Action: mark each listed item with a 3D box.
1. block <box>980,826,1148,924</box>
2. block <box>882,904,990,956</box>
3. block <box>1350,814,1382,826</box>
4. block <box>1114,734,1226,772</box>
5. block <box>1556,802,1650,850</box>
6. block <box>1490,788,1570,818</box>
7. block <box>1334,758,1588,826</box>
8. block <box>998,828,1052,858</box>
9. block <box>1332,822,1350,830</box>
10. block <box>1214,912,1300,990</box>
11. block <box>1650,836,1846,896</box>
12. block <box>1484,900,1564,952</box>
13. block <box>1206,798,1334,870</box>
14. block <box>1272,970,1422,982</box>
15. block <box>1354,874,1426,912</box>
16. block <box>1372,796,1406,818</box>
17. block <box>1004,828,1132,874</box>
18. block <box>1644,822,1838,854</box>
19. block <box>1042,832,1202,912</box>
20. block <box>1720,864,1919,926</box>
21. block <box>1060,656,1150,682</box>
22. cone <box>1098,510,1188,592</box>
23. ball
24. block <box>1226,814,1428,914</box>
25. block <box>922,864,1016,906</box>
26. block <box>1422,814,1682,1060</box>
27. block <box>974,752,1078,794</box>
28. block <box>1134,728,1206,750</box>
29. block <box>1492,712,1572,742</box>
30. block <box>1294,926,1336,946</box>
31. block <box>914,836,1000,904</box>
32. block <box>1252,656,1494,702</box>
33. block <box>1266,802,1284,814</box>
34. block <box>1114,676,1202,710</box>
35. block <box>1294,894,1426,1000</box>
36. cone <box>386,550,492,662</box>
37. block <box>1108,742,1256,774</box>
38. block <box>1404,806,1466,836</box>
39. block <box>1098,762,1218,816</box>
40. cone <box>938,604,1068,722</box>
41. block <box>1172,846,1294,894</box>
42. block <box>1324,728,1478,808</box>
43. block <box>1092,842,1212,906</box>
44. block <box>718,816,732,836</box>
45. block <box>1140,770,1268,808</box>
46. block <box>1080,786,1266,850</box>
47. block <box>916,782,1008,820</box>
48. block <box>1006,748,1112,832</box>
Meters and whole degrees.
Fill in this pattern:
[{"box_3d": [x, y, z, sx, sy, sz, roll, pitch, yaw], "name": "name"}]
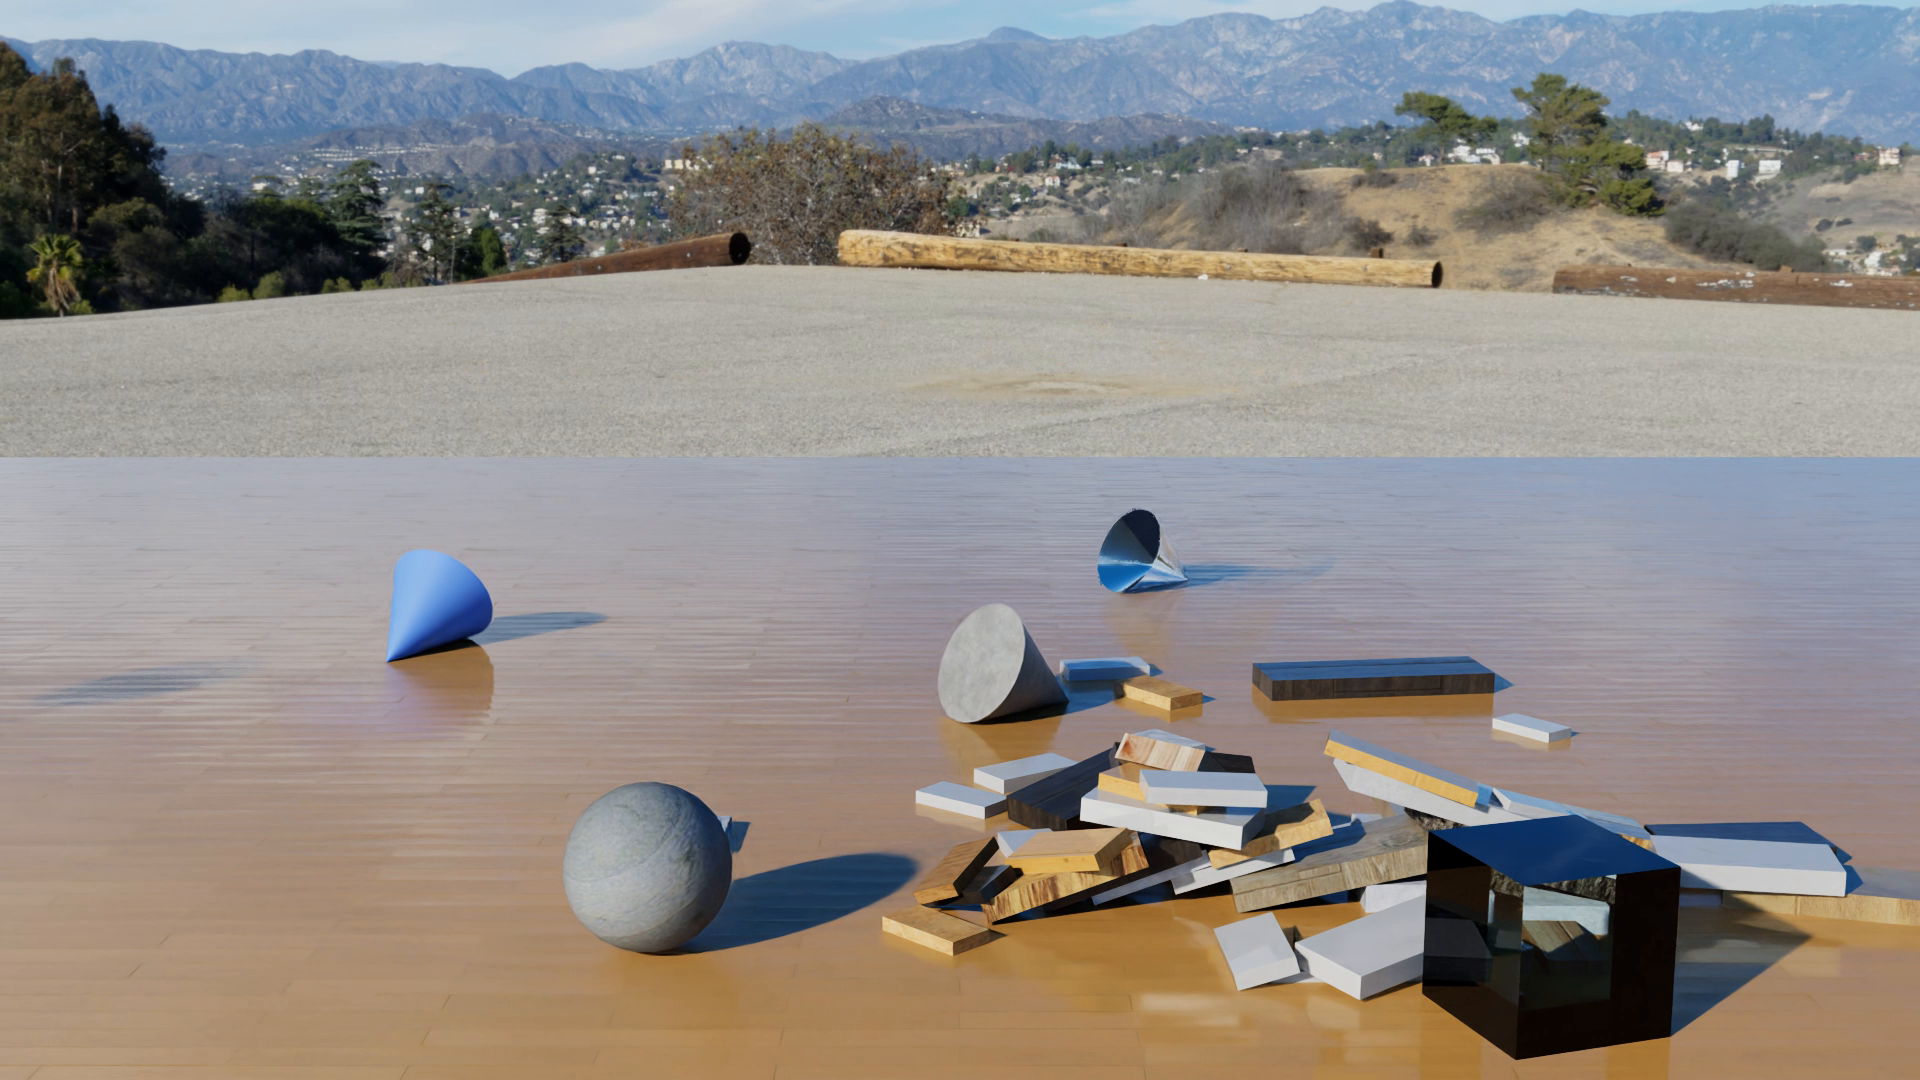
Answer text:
[{"box_3d": [0.165, 0.536, 3.569, 0.273, 0.039, 0.136, -20, 11, 3], "name": "block"}, {"box_3d": [-0.039, 0.615, 3.471, 0.080, 0.023, 0.159, -10, 15, -44], "name": "block"}, {"box_3d": [0.852, 0.524, 3.839, 0.303, 0.043, 0.152, 3, 10, -10], "name": "block"}, {"box_3d": [0.420, 0.442, 3.802, 0.166, 0.047, 0.331, 9, -24, 40], "name": "block"}, {"box_3d": [1.051, 0.499, 3.860, 0.303, 0.043, 0.152, 12, 8, 0], "name": "block"}, {"box_3d": [0.933, 0.435, 3.589, 0.120, 0.017, 0.060, 14, 11, -18], "name": "block"}, {"box_3d": [0.835, 0.431, 3.606, 0.432, 0.040, 0.143, 17, 11, -4], "name": "block"}, {"box_3d": [0.135, 0.547, 3.824, 0.095, 0.027, 0.197, -2, 11, -12], "name": "block"}, {"box_3d": [0.743, 0.525, 3.960, 0.153, 0.022, 0.077, -7, 13, -35], "name": "block"}, {"box_3d": [0.449, 0.624, 3.343, 0.095, 0.027, 0.191, -16, 11, 1], "name": "block"}, {"box_3d": [1.292, 0.535, 3.619, 0.285, 0.040, 0.143, 2, 11, 10], "name": "block"}, {"box_3d": [0.895, 0.611, 3.491, 0.085, 0.024, 0.169, 0, 11, 1], "name": "block"}, {"box_3d": [0.506, 0.484, 3.627, 0.203, 0.029, 0.102, -17, 10, 4], "name": "block"}, {"box_3d": [0.626, 0.647, 3.317, 0.320, 0.017, 0.060, 0, 11, -2], "name": "block"}, {"box_3d": [0.827, 0.568, 3.657, 0.332, 0.047, 0.166, 0, 11, 0], "name": "block"}, {"box_3d": [0.813, 0.473, 3.879, 0.134, 0.038, 0.268, 5, 10, 1], "name": "block"}, {"box_3d": [0.174, 0.501, 3.545, 0.191, 0.027, 0.095, -11, 14, 43], "name": "block"}, {"box_3d": [1.362, 0.536, 3.846, 0.285, 0.040, 0.143, -1, 11, -4], "name": "block"}, {"box_3d": [0.258, 0.530, 3.635, 0.273, 0.039, 0.136, -20, 11, 2], "name": "block"}, {"box_3d": [1.571, 0.585, 3.581, 0.629, 0.043, 0.152, 3, 11, 17], "name": "block"}, {"box_3d": [0.338, 0.301, 5.149, 0.193, 0.027, 0.096, -2, 11, -10], "name": "block"}, {"box_3d": [0.559, 0.072, 6.163, 0.243, 0.243, 0.243, 25, -5, -34], "name": "cone"}, {"box_3d": [-0.484, 0.506, 3.407, 0.261, 0.261, 0.261, 0, 11, 0], "name": "ball"}, {"box_3d": [0.609, 0.534, 3.647, 0.332, 0.047, 0.166, -12, 10, 2], "name": "block"}, {"box_3d": [0.010, 0.562, 3.572, 0.159, 0.023, 0.080, -14, 15, 48], "name": "block"}, {"box_3d": [0.839, 0.560, 3.143, 0.250, 0.250, 0.250, -3, 11, -18], "name": "block"}, {"box_3d": [0.133, 0.457, 4.313, 0.193, 0.027, 0.096, -8, 13, -35], "name": "block"}, {"box_3d": [0.427, 0.420, 4.528, 0.074, 0.021, 0.148, -8, 13, -38], "name": "block"}, {"box_3d": [1.209, 0.397, 4.651, 0.074, 0.021, 0.148, -8, 13, -36], "name": "block"}, {"box_3d": [0.605, 0.626, 3.408, 0.169, 0.024, 0.085, 1, 11, 5], "name": "block"}, {"box_3d": [-0.005, 0.539, 3.593, 0.080, 0.023, 0.159, -19, 12, 32], "name": "block"}, {"box_3d": [0.941, 0.315, 5.020, 0.517, 0.047, 0.166, -1, 11, -8], "name": "block"}, {"box_3d": [0.552, 0.500, 3.792, 0.022, 0.077, 0.153, -14, -25, 43], "name": "block"}, {"box_3d": [0.443, 0.342, 4.931, 0.096, 0.027, 0.193, -8, 13, -36], "name": "block"}, {"box_3d": [0.659, 0.612, 3.328, 0.293, 0.038, 0.134, -11, 20, -35], "name": "block"}, {"box_3d": [-1.329, 0.213, 5.363, 0.272, 0.272, 0.272, 4, 38, 21], "name": "cone"}, {"box_3d": [0.414, 0.445, 4.019, 0.268, 0.038, 0.134, 7, 42, -14], "name": "block"}, {"box_3d": [0.923, 0.497, 3.655, 0.332, 0.047, 0.166, 16, 10, -10], "name": "block"}, {"box_3d": [0.334, 0.409, 3.623, 0.191, 0.027, 0.095, 11, 13, 36], "name": "block"}, {"box_3d": [0.144, 0.312, 4.831, 0.272, 0.272, 0.272, 26, -6, -36], "name": "cone"}, {"box_3d": [0.448, 0.529, 3.650, 0.203, 0.029, 0.102, -17, 10, 4], "name": "block"}, {"box_3d": [0.712, 0.367, 3.551, 0.248, 0.024, 0.085, 20, 11, 9], "name": "block"}, {"box_3d": [0.312, 0.543, 3.652, 0.203, 0.029, 0.102, -20, 10, 5], "name": "block"}, {"box_3d": [-0.460, 0.529, 3.934, 0.082, 0.023, 0.165, 0, 11, 1], "name": "block"}, {"box_3d": [0.391, 0.400, 3.541, 0.191, 0.027, 0.095, 2, 11, -4], "name": "block"}, {"box_3d": [0.350, 0.446, 3.604, 0.273, 0.039, 0.136, 8, 12, 23], "name": "block"}, {"box_3d": [0.007, 0.490, 4.145, 0.165, 0.023, 0.082, 8, 13, 38], "name": "block"}, {"box_3d": [0.266, 0.460, 4.075, 0.331, 0.047, 0.166, -20, 22, -35], "name": "block"}]
